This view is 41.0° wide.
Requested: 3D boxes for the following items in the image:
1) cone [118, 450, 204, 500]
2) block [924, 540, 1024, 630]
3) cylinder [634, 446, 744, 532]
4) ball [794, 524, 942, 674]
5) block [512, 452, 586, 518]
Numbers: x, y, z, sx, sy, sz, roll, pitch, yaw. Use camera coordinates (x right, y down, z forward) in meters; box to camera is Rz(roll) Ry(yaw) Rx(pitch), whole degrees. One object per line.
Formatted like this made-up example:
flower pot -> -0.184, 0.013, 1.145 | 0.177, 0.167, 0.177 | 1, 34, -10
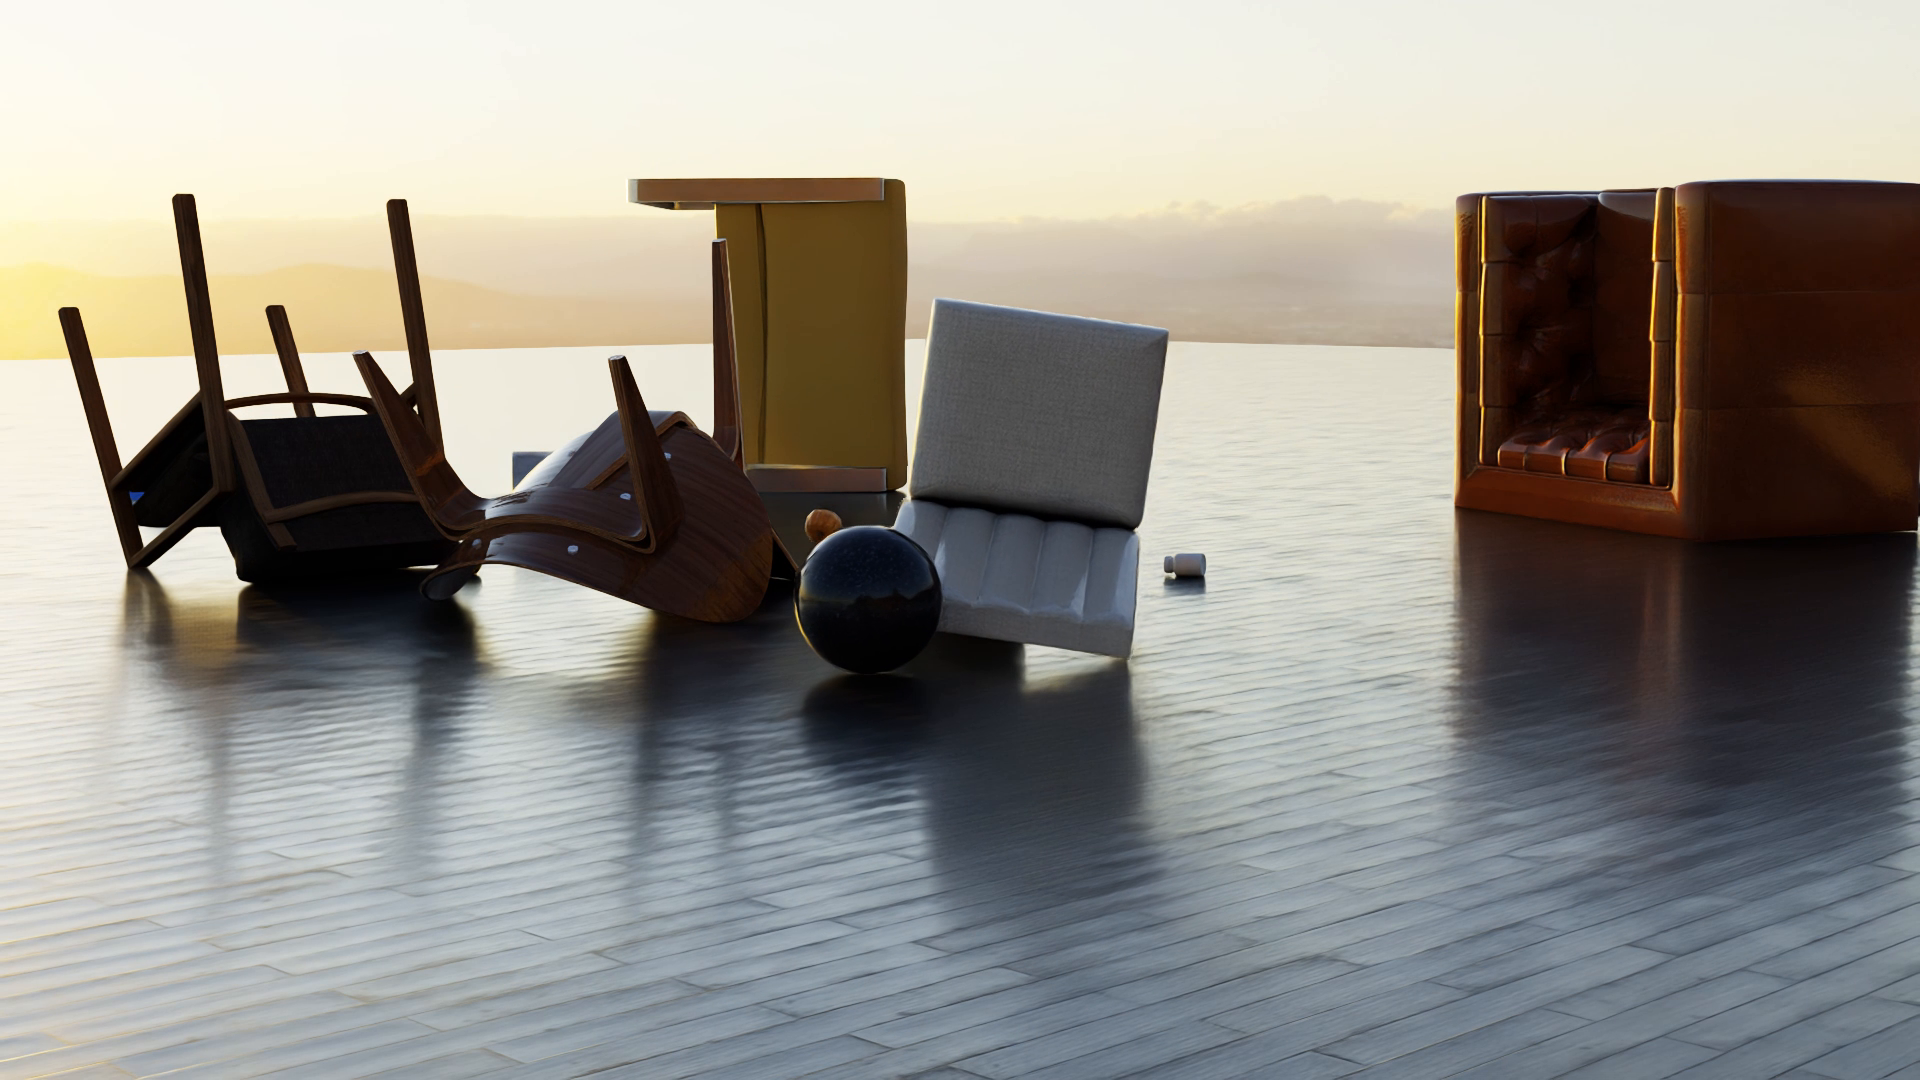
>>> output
cone -> -2.389, -0.200, 7.673 | 0.257, 0.140, 0.193 | -4, 7, -36
block -> 0.001, 0.083, 4.909 | 0.143, 0.135, 0.218 | 4, 9, 37
cylinder -> -0.706, -0.136, 6.725 | 0.188, 0.210, 0.297 | 24, 12, 13
ball -> -0.153, 0.098, 4.257 | 0.248, 0.248, 0.248 | 0, 6, 0
block -> -1.132, -0.152, 7.048 | 0.195, 0.170, 0.121 | -1, 7, -11
